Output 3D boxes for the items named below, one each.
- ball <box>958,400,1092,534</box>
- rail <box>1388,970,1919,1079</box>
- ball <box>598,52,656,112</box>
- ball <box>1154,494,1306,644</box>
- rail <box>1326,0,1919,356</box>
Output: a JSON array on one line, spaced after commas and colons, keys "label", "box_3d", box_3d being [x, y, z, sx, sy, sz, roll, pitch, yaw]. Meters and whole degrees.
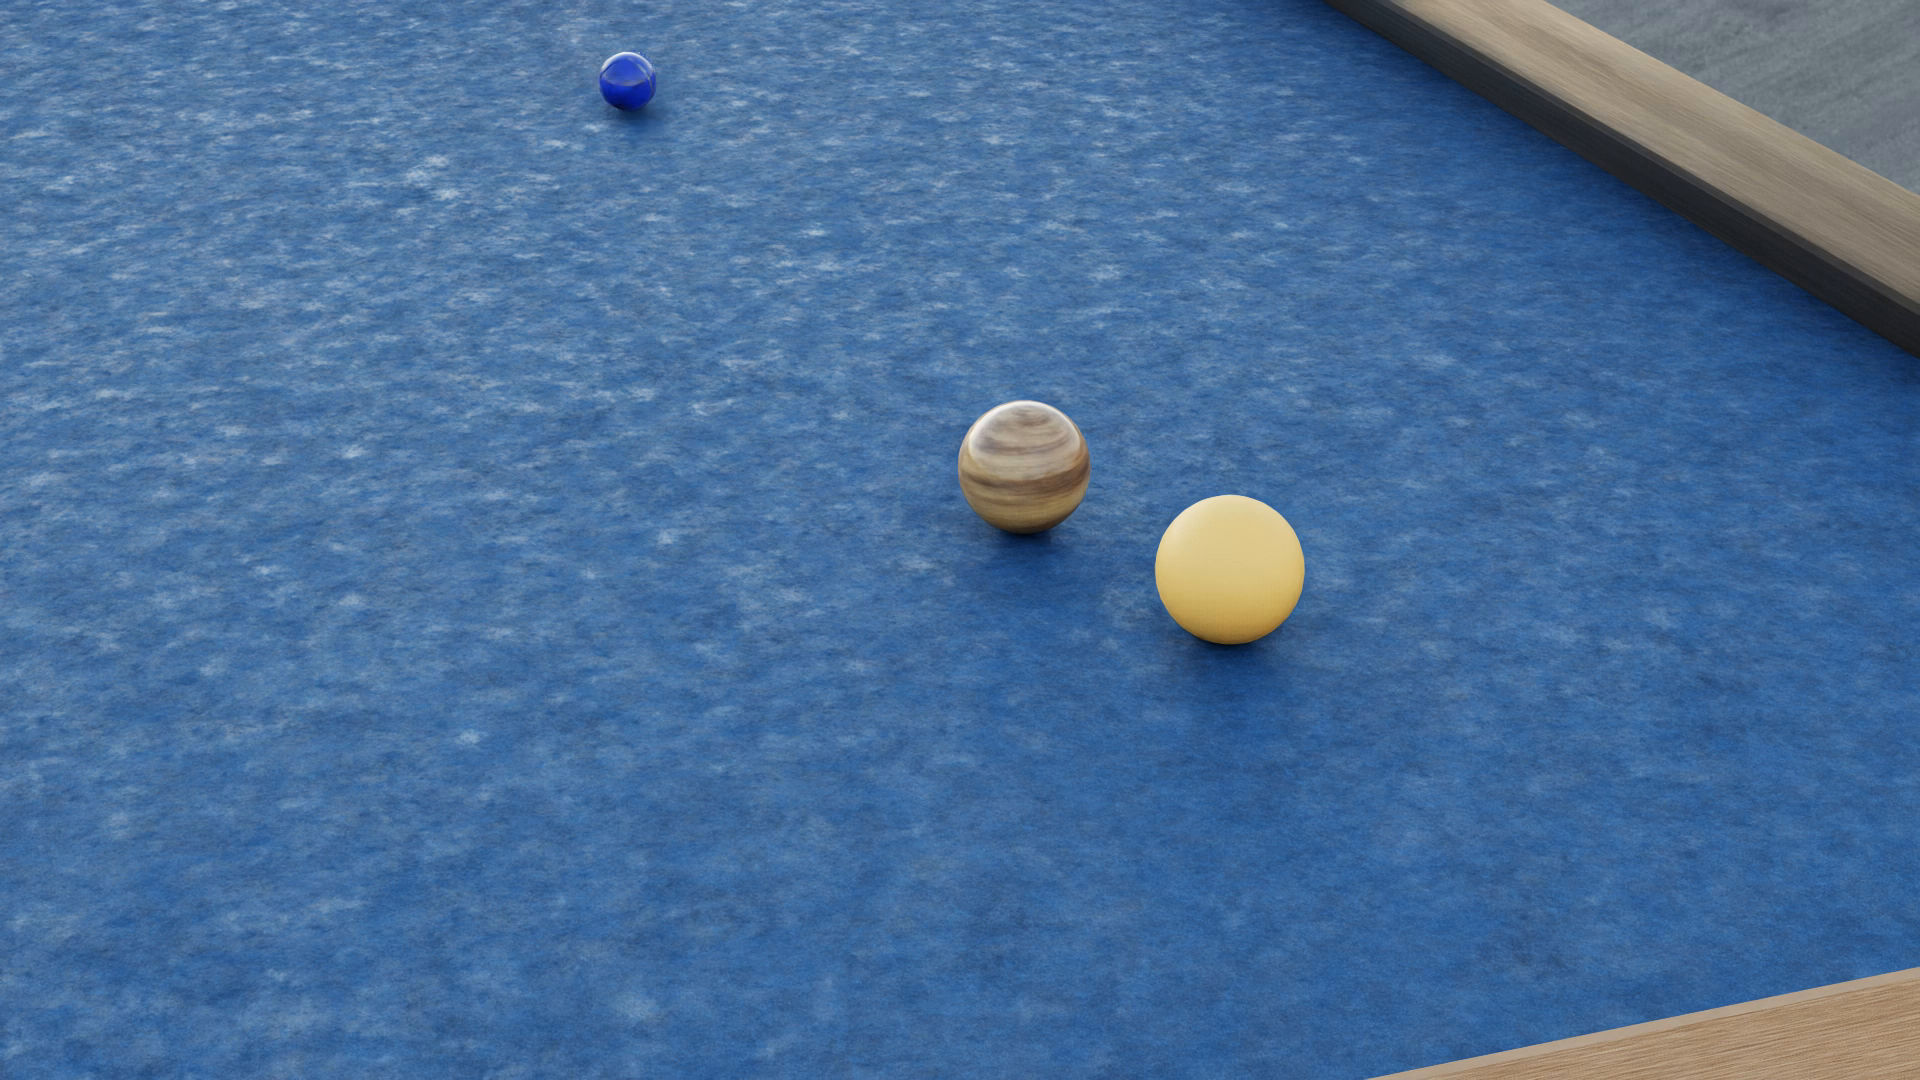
[{"label": "ball", "box_3d": [0.046, -0.052, 2.108, 0.096, 0.096, 0.096, 0, 25, 0]}, {"label": "rail", "box_3d": [0.227, 0.282, 1.363, 1.788, 0.129, 0.045, -8, 27, -16]}, {"label": "ball", "box_3d": [-0.343, -0.473, 3.036, 0.060, 0.060, 0.060, 0, 25, 0]}, {"label": "ball", "box_3d": [0.179, 0.020, 1.952, 0.099, 0.099, 0.099, 0, 25, 0]}, {"label": "rail", "box_3d": [0.593, -0.438, 2.879, 0.045, 0.129, 3.008, -8, 27, -16]}]
